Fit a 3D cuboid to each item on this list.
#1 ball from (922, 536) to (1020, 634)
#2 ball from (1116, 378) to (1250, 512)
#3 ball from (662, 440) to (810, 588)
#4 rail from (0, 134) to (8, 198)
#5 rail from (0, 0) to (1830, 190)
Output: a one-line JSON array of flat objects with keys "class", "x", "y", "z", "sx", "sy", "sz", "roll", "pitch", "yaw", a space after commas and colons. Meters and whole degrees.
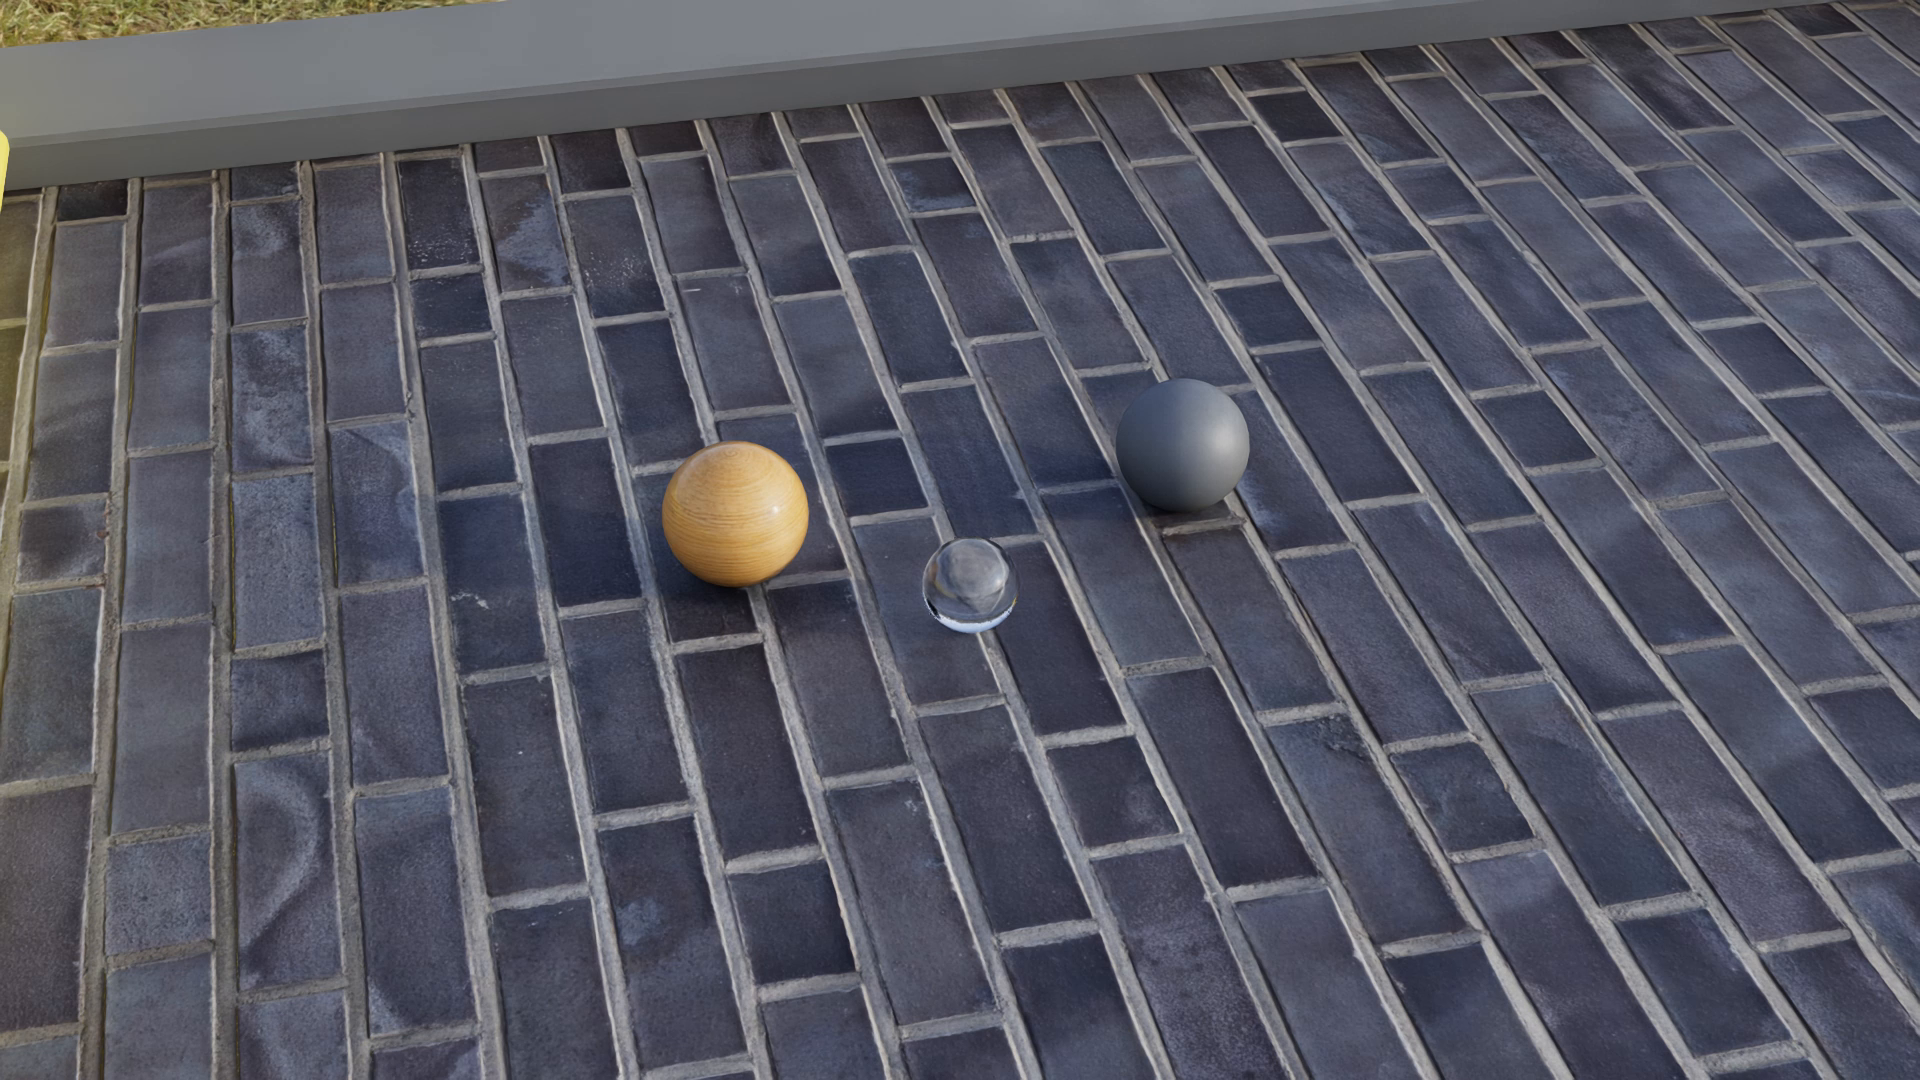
[{"class": "ball", "x": 0.007, "y": 0.028, "z": 1.604, "sx": 0.061, "sy": 0.061, "sz": 0.061, "roll": 0, "pitch": 35, "yaw": 0}, {"class": "ball", "x": 0.148, "y": -0.063, "z": 1.707, "sx": 0.089, "sy": 0.089, "sz": 0.089, "roll": 0, "pitch": 35, "yaw": 0}, {"class": "ball", "x": -0.143, "y": -0.017, "z": 1.638, "sx": 0.094, "sy": 0.094, "sz": 0.094, "roll": 0, "pitch": 35, "yaw": 0}, {"class": "rail", "x": -0.620, "y": 0.067, "z": 1.494, "sx": 0.045, "sy": 0.122, "sz": 1.431, "roll": -8, "pitch": 36, "yaw": -11}, {"class": "rail", "x": 0.485, "y": -0.496, "z": 2.285, "sx": 2.645, "sy": 0.122, "sz": 0.045, "roll": -8, "pitch": 36, "yaw": -11}]
